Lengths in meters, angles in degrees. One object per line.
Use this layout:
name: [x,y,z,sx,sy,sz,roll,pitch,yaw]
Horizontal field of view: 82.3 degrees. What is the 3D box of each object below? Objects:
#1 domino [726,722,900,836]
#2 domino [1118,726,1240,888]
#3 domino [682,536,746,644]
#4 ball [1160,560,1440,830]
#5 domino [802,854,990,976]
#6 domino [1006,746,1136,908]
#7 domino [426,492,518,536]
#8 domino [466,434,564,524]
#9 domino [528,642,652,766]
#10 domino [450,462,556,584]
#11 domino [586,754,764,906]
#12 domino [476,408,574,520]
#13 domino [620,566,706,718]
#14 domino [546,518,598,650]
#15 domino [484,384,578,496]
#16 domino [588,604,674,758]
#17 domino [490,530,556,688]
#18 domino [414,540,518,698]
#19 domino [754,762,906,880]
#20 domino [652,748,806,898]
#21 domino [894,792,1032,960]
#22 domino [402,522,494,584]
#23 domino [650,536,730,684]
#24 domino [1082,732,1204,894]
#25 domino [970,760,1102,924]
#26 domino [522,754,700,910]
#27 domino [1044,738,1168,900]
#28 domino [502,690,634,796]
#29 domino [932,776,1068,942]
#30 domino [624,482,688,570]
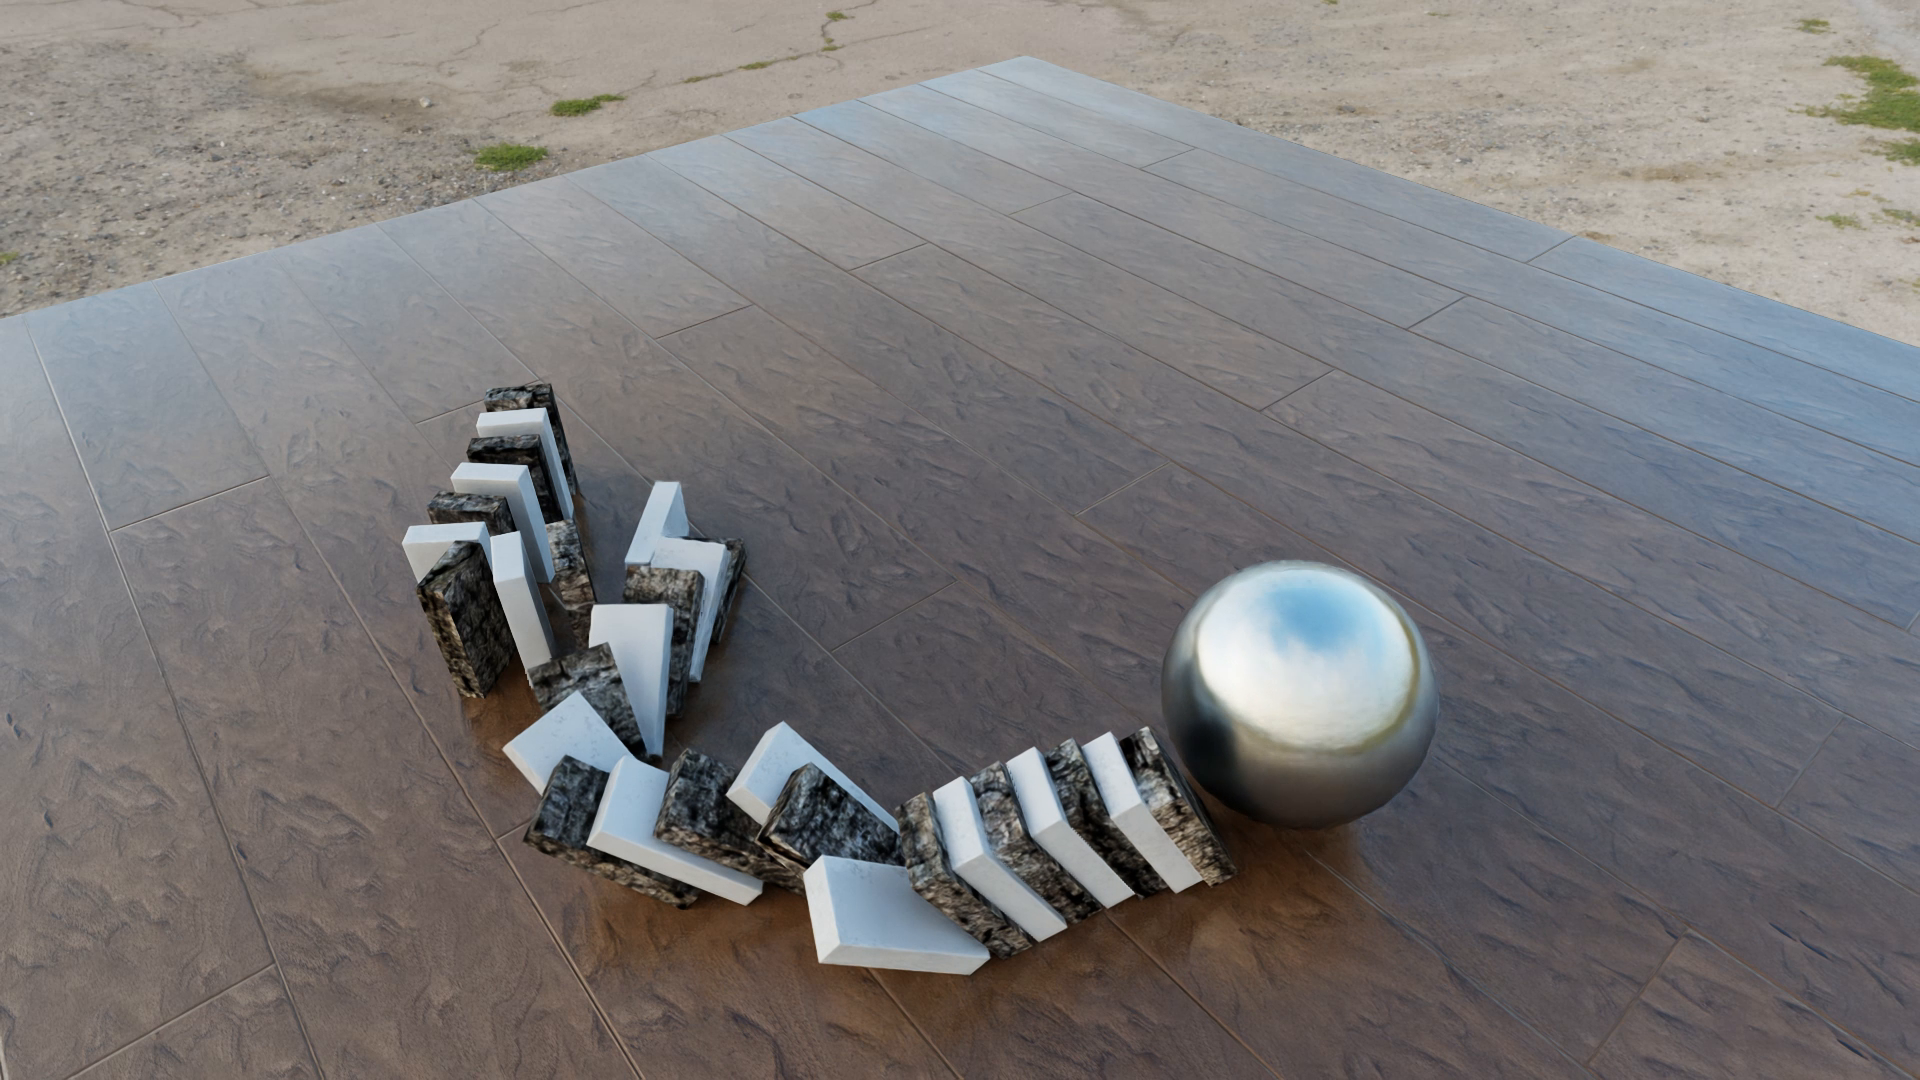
domino: [-0.042,0.079,0.321,0.050,0.009,0.025,44,40,-14]
domino: [0.064,0.078,0.318,0.010,0.050,0.025,-31,40,9]
domino: [-0.100,0.019,0.421,0.025,0.010,0.050,2,39,2]
ball: [0.101,0.046,0.332,0.080,0.080,0.080,0,39,0]
domino: [-0.017,0.101,0.296,0.050,0.010,0.025,21,33,-36]
domino: [0.032,0.082,0.313,0.009,0.050,0.025,-32,40,9]
domino: [-0.175,0.006,0.404,0.025,0.050,0.010,5,40,6]
domino: [-0.173,-0.017,0.433,0.025,0.050,0.010,-4,40,-5]
domino: [-0.115,0.060,0.345,0.025,0.009,0.050,-19,87,-22]
domino: [-0.172,-0.006,0.419,0.025,0.050,0.010,3,39,3]
domino: [-0.079,0.084,0.318,0.050,0.010,0.025,29,37,-21]
domino: [-0.176,-0.029,0.447,0.025,0.050,0.009,-6,40,-7]
domino: [-0.105,0.035,0.380,0.025,0.010,0.050,4,72,4]
domino: [-0.134,0.020,0.387,0.009,0.050,0.025,-15,42,-17]
domino: [-0.179,-0.040,0.461,0.025,0.050,0.009,-6,40,-8]
domino: [-0.111,0.047,0.366,0.025,0.009,0.050,-1,72,1]
domino: [-0.151,0.025,0.381,0.010,0.050,0.025,-13,41,-16]
domino: [-0.168,0.028,0.378,0.009,0.050,0.025,6,40,8]
domino: [-0.031,0.089,0.310,0.050,0.009,0.025,44,41,-15]
domino: [-0.062,0.083,0.320,0.050,0.009,0.025,30,35,-21]
domino: [0.001,0.092,0.300,0.010,0.050,0.025,-31,40,10]
domino: [-0.176,0.017,0.391,0.025,0.050,0.009,-4,39,-5]
domino: [-0.101,0.025,0.396,0.025,0.010,0.050,7,66,5]
domino: [0.053,0.079,0.316,0.009,0.050,0.025,-31,40,9]
domino: [0.022,0.085,0.309,0.009,0.050,0.025,-31,40,9]
domino: [-0.097,0.084,0.317,0.050,0.010,0.025,31,39,-20]
domino: [0.042,0.080,0.315,0.009,0.050,0.025,-31,40,9]
domino: [-0.110,0.073,0.330,0.050,0.010,0.025,51,51,-5]
domino: [0.011,0.089,0.304,0.010,0.050,0.025,-31,40,10]
domino: [-0.118,0.002,0.429,0.009,0.025,0.050,1,39,1]
